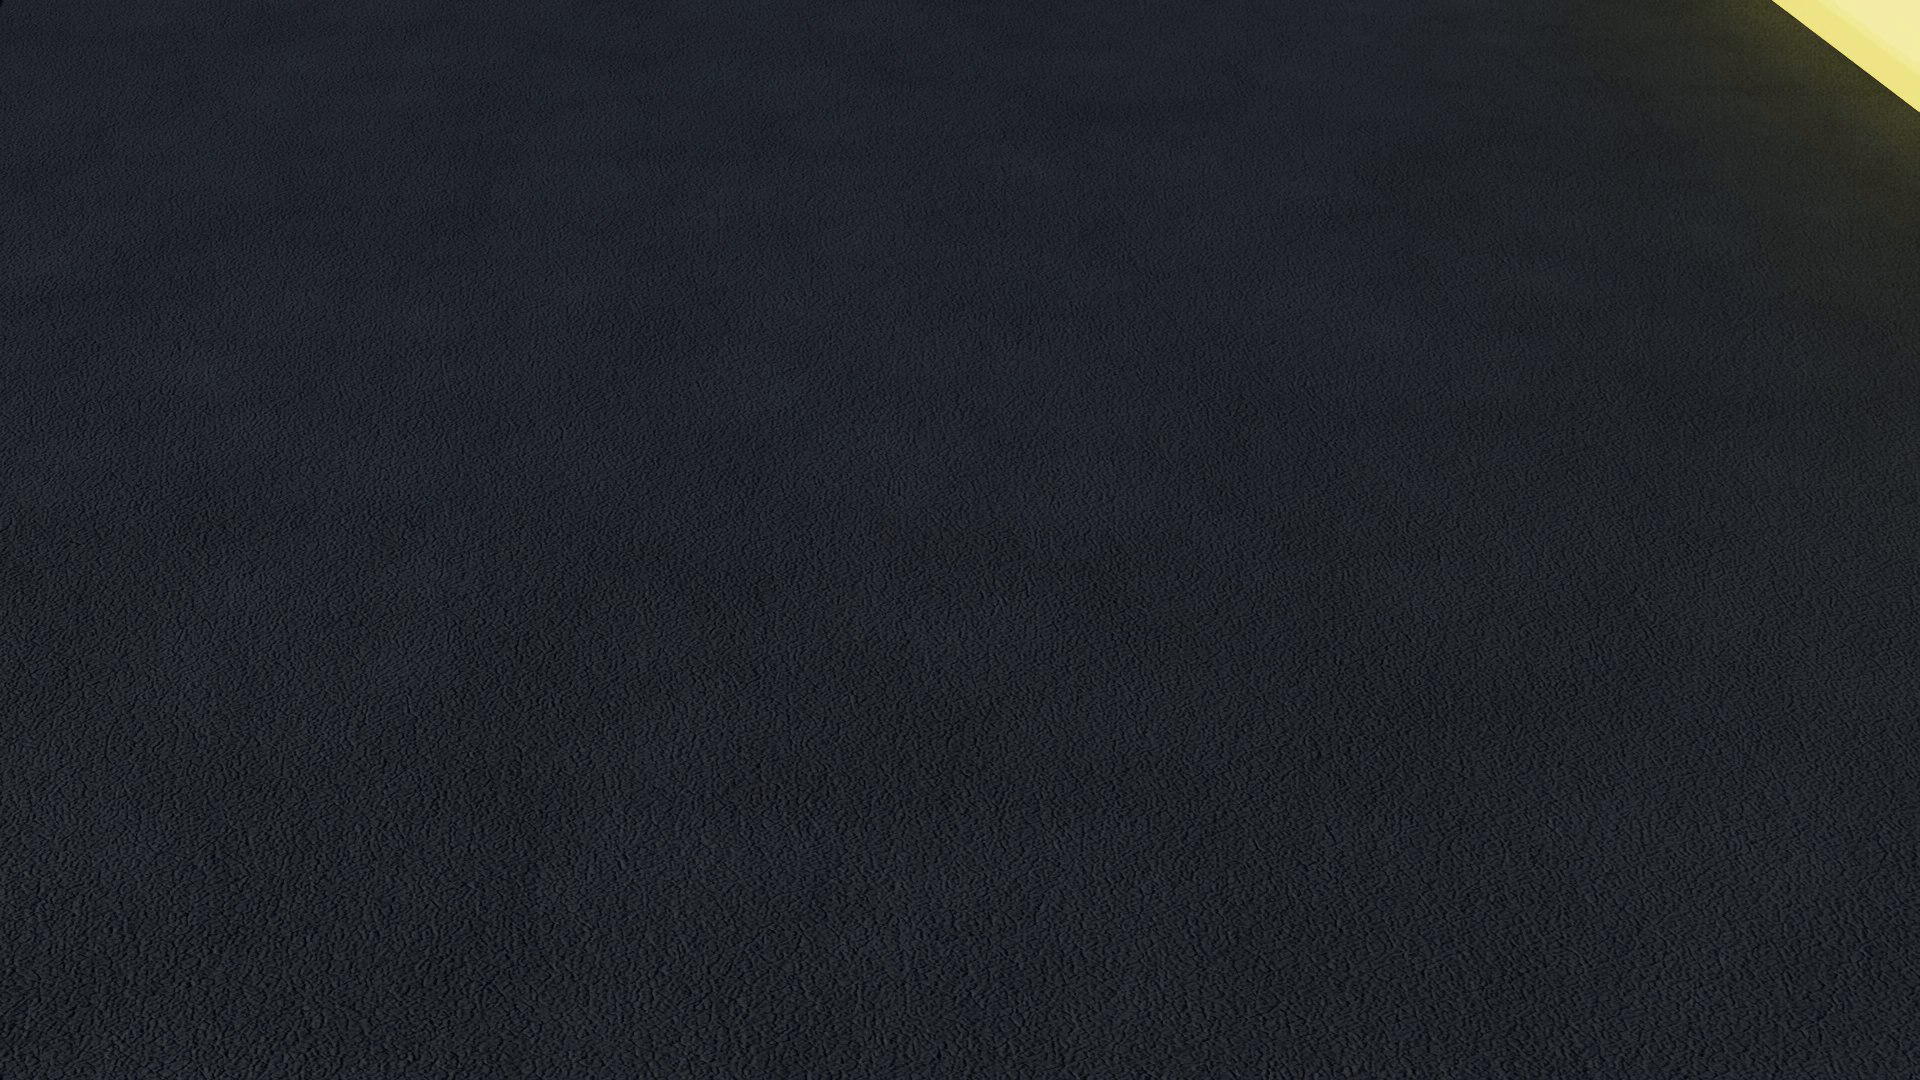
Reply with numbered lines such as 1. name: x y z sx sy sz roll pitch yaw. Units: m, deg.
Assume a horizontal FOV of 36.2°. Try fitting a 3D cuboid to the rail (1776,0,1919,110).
1. rail: 0.794 -0.500 2.672 0.045 0.126 3.369 -4 29 -8
